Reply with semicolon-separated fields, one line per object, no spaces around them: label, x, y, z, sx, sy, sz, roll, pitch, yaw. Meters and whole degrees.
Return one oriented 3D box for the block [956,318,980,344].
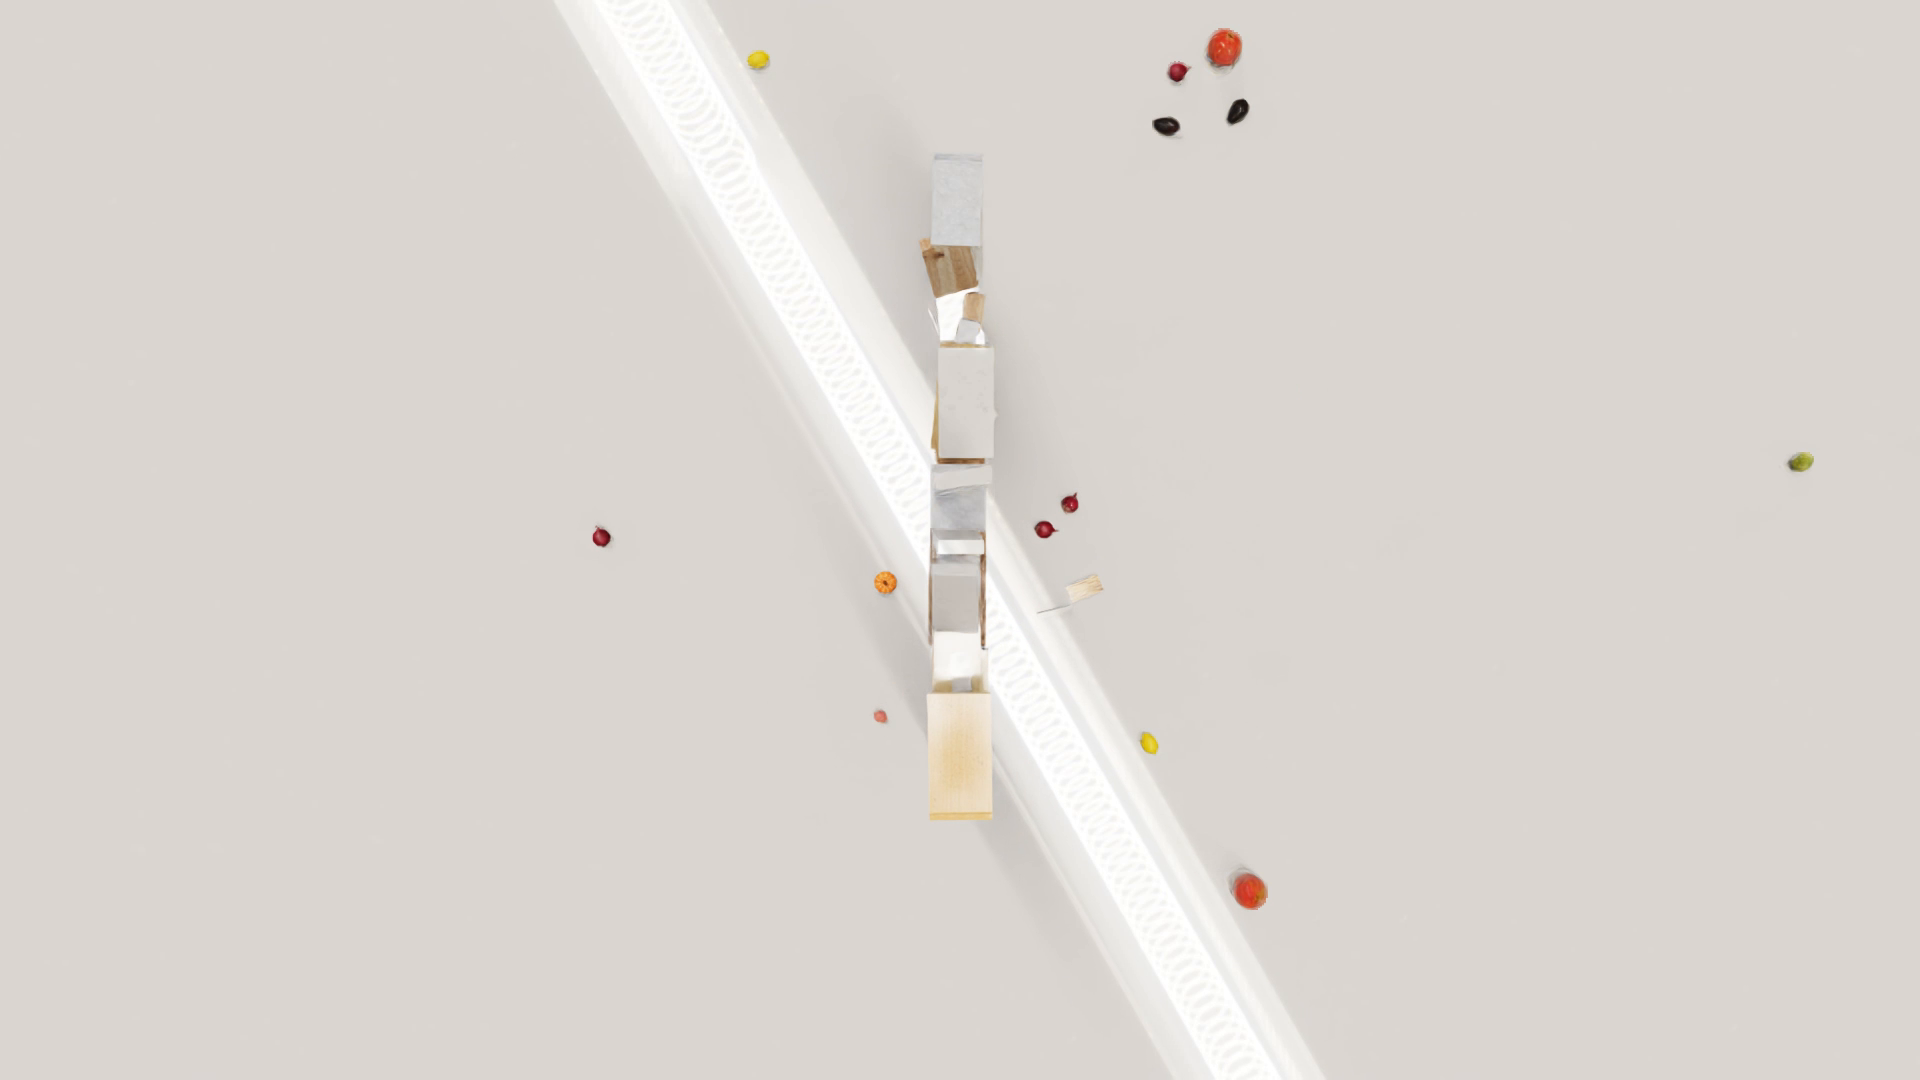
block;0.019;-0.617;5.088;0.063;0.018;0.126;12;112;-3

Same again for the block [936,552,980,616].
block;-0.007;0.135;4.936;0.130;0.037;0.261;1;83;0

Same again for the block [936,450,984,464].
block;0.002;-0.180;5.175;0.152;0.043;0.303;0;90;0

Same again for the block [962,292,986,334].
block;0.041;-0.698;5.077;0.063;0.018;0.126;6;113;-4

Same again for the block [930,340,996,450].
block;0.009;-0.439;5.095;0.167;0.047;0.334;6;102;0

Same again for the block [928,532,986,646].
block;-0.007;0.147;4.978;0.171;0.049;0.343;0;83;0

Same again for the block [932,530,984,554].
block;-0.007;0.003;4.784;0.131;0.261;0.037;0;97;-5

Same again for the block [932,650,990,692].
block;0.002;0.520;5.120;0.176;0.050;0.353;0;90;0

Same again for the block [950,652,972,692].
block;0.002;0.382;4.774;0.056;0.016;0.113;-3;89;0

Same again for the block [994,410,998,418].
block;0.061;-0.429;5.188;0.063;0.018;0.126;-31;103;4

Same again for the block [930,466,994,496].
block;0.003;-0.176;4.911;0.167;0.334;0.047;-9;90;-3

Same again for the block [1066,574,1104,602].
block;0.415;0.162;5.492;0.113;0.016;0.056;-23;90;0

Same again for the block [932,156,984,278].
block;-0.003;-0.949;4.891;0.140;0.538;0.040;-4;64;-1

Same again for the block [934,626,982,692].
block;-0.008;0.389;4.801;0.138;0.039;0.275;0;89;0

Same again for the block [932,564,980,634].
block;-0.011;0.168;4.670;0.131;0.282;0.037;1;52;1

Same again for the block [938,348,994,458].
block;0.020;-0.420;5.050;0.167;0.047;0.334;0;102;1

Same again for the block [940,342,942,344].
block;0.014;-0.496;5.199;0.132;0.037;0.265;-4;103;-2

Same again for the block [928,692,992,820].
block;0.000;0.579;4.419;0.169;0.048;0.338;-1;90;0

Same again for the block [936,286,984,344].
block;0.002;-0.675;5.122;0.132;0.037;0.265;-7;100;-2

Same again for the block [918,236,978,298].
block;-0.032;-0.828;4.942;0.140;0.281;0.040;-16;68;1

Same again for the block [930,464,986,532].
block;-0.007;-0.064;5.081;0.171;0.049;0.343;1;74;0

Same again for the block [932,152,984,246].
block;-0.009;-0.965;4.686;0.140;0.281;0.040;2;45;-1

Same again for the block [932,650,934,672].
block;-0.012;0.330;5.047;0.138;0.450;0.039;0;99;0

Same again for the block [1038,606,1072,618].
block;0.314;0.238;5.472;0.113;0.056;0.016;-14;90;0

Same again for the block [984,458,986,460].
block;0.004;-0.279;5.348;0.152;0.303;0.043;-1;91;0

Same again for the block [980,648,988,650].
block;0.002;0.391;5.323;0.176;0.353;0.050;0;93;0
